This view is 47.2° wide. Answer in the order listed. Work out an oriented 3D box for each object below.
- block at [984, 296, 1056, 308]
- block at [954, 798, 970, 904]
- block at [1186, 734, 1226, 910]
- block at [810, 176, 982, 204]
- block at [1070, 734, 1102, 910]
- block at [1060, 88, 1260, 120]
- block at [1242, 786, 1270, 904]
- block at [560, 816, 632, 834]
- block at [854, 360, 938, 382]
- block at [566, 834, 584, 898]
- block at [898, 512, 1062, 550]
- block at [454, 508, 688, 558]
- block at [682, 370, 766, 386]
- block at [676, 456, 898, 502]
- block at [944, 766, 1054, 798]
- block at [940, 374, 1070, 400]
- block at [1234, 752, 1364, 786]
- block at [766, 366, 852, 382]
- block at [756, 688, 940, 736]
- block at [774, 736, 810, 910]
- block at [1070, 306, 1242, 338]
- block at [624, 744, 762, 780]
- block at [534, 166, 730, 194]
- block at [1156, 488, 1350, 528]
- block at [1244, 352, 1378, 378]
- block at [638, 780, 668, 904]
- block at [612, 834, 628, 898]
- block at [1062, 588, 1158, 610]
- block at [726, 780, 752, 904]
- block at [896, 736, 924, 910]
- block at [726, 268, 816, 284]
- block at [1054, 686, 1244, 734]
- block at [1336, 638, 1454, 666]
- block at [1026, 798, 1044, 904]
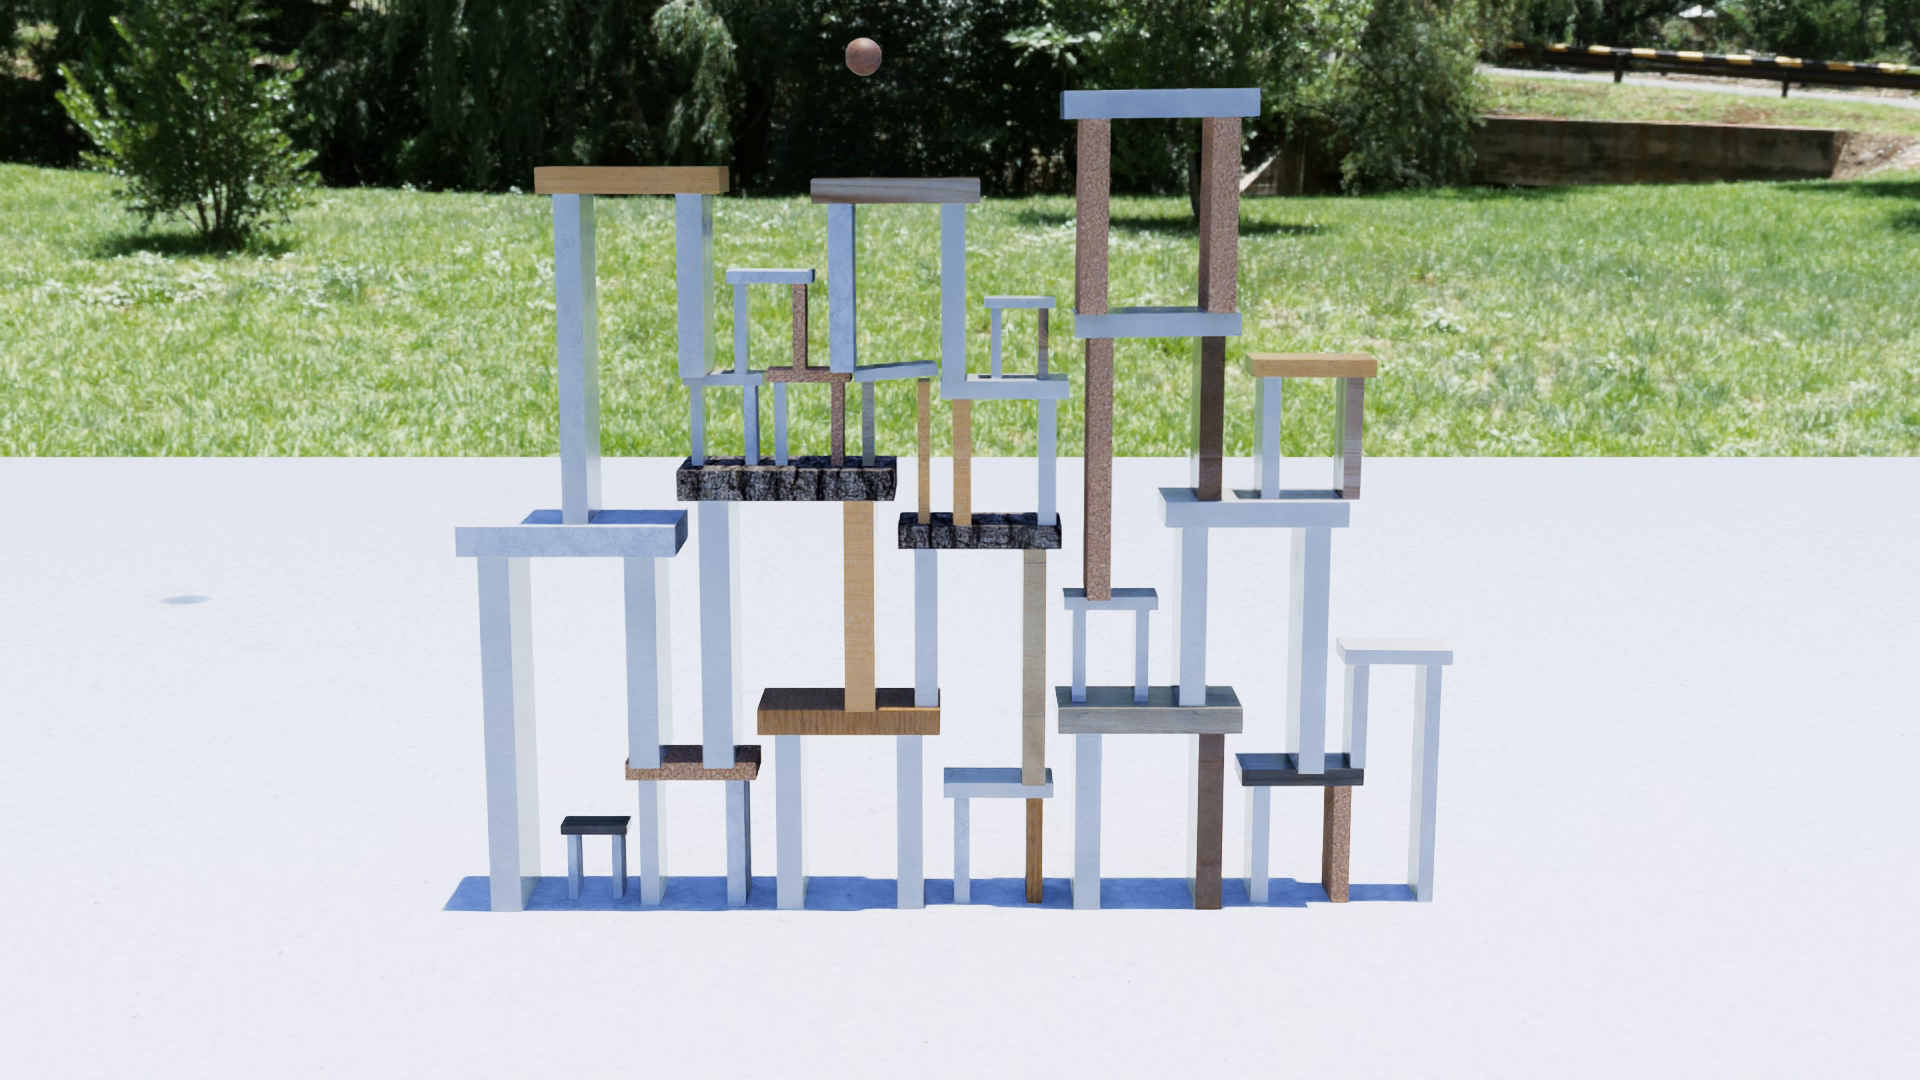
[{"bbox_3d":[0.095,-0.378,3.488,0.112,0.016,0.056,0,11,1],"label":"block"},{"bbox_3d":[0.003,0.502,3.652,0.026,0.180,0.090,0,11,0],"label":"block"},{"bbox_3d":[0.405,0.445,3.638,0.042,0.297,0.148,0,10,0],"label":"block"},{"bbox_3d":[-0.098,-0.550,3.456,0.262,0.037,0.131,0,11,1],"label":"block"},{"bbox_3d":[0.207,0.445,3.638,0.042,0.297,0.148,0,11,0],"label":"block"},{"bbox_3d":[0.308,-0.680,3.428,0.299,0.042,0.149,-1,11,0],"label":"block"},{"bbox_3d":[0.493,0.491,3.655,0.028,0.199,0.099,0,10,0],"label":"block"},{"bbox_3d":[-0.604,0.474,3.651,0.110,0.016,0.055,0,11,0],"label":"block"},{"bbox_3d":[-0.103,-0.270,3.512,0.134,0.019,0.067,-5,11,-2],"label":"block"},{"bbox_3d":[-0.640,0.535,3.663,0.016,0.110,0.055,0,11,0],"label":"block"},{"bbox_3d":[0.032,-0.016,3.561,0.261,0.037,0.131,0,11,1],"label":"block"},{"bbox_3d":[-0.623,-0.013,3.555,0.347,0.049,0.173,0,11,0],"label":"block"},{"bbox_3d":[-0.376,-0.259,3.512,0.128,0.018,0.064,0,11,0],"label":"block"},{"bbox_3d":[-0.274,-0.100,3.539,0.342,0.048,0.171,0,11,0],"label":"block"},{"bbox_3d":[0.063,0.401,3.633,0.180,0.026,0.090,0,11,0],"label":"block"},{"bbox_3d":[0.071,-0.245,3.508,0.203,0.029,0.101,0,11,0],"label":"block"},{"bbox_3d":[0.559,0.379,3.634,0.199,0.028,0.099,0,10,0],"label":"block"},{"bbox_3d":[-0.240,-0.265,3.510,0.133,0.019,0.067,0,11,0],"label":"block"},{"bbox_3d":[-0.179,0.281,3.609,0.294,0.042,0.147,0,11,0],"label":"block"},{"bbox_3d":[-0.277,0.446,3.640,0.042,0.294,0.147,0,11,0],"label":"block"},{"bbox_3d":[0.309,-0.347,3.497,0.261,0.037,0.131,-1,11,0],"label":"block"},{"bbox_3d":[-0.438,0.367,3.626,0.212,0.030,0.106,0,11,0],"label":"block"},{"bbox_3d":[-0.512,-0.566,3.450,0.284,0.040,0.142,0,11,0],"label":"block"},{"bbox_3d":[0.471,-0.053,3.552,0.292,0.041,0.146,0,11,0],"label":"block"},{"bbox_3d":[0.559,-0.279,3.509,0.195,0.028,0.098,0,11,0],"label":"block"},{"bbox_3d":[-0.509,0.485,3.648,0.030,0.212,0.106,0,10,0],"label":"block"},{"bbox_3d":[-0.567,0.535,3.663,0.016,0.110,0.055,0,11,0],"label":"block"},{"bbox_3d":[0.244,0.096,3.581,0.152,0.022,0.076,0,11,0],"label":"block"},{"bbox_3d":[-0.367,0.486,3.648,0.030,0.212,0.106,0,11,0],"label":"block"},{"bbox_3d":[-0.081,0.446,3.640,0.042,0.294,0.147,0,11,0],"label":"block"},{"bbox_3d":[-0.299,-0.418,3.485,0.136,0.019,0.068,0,10,2],"label":"block"},{"bbox_3d":[0.306,0.278,3.607,0.297,0.042,0.149,0,11,0],"label":"block"},{"bbox_3d":[0.709,0.182,3.595,0.175,0.025,0.087,1,10,0],"label":"block"},{"bbox_3d":[0.123,0.502,3.652,0.025,0.180,0.090,0,11,0],"label":"block"}]
